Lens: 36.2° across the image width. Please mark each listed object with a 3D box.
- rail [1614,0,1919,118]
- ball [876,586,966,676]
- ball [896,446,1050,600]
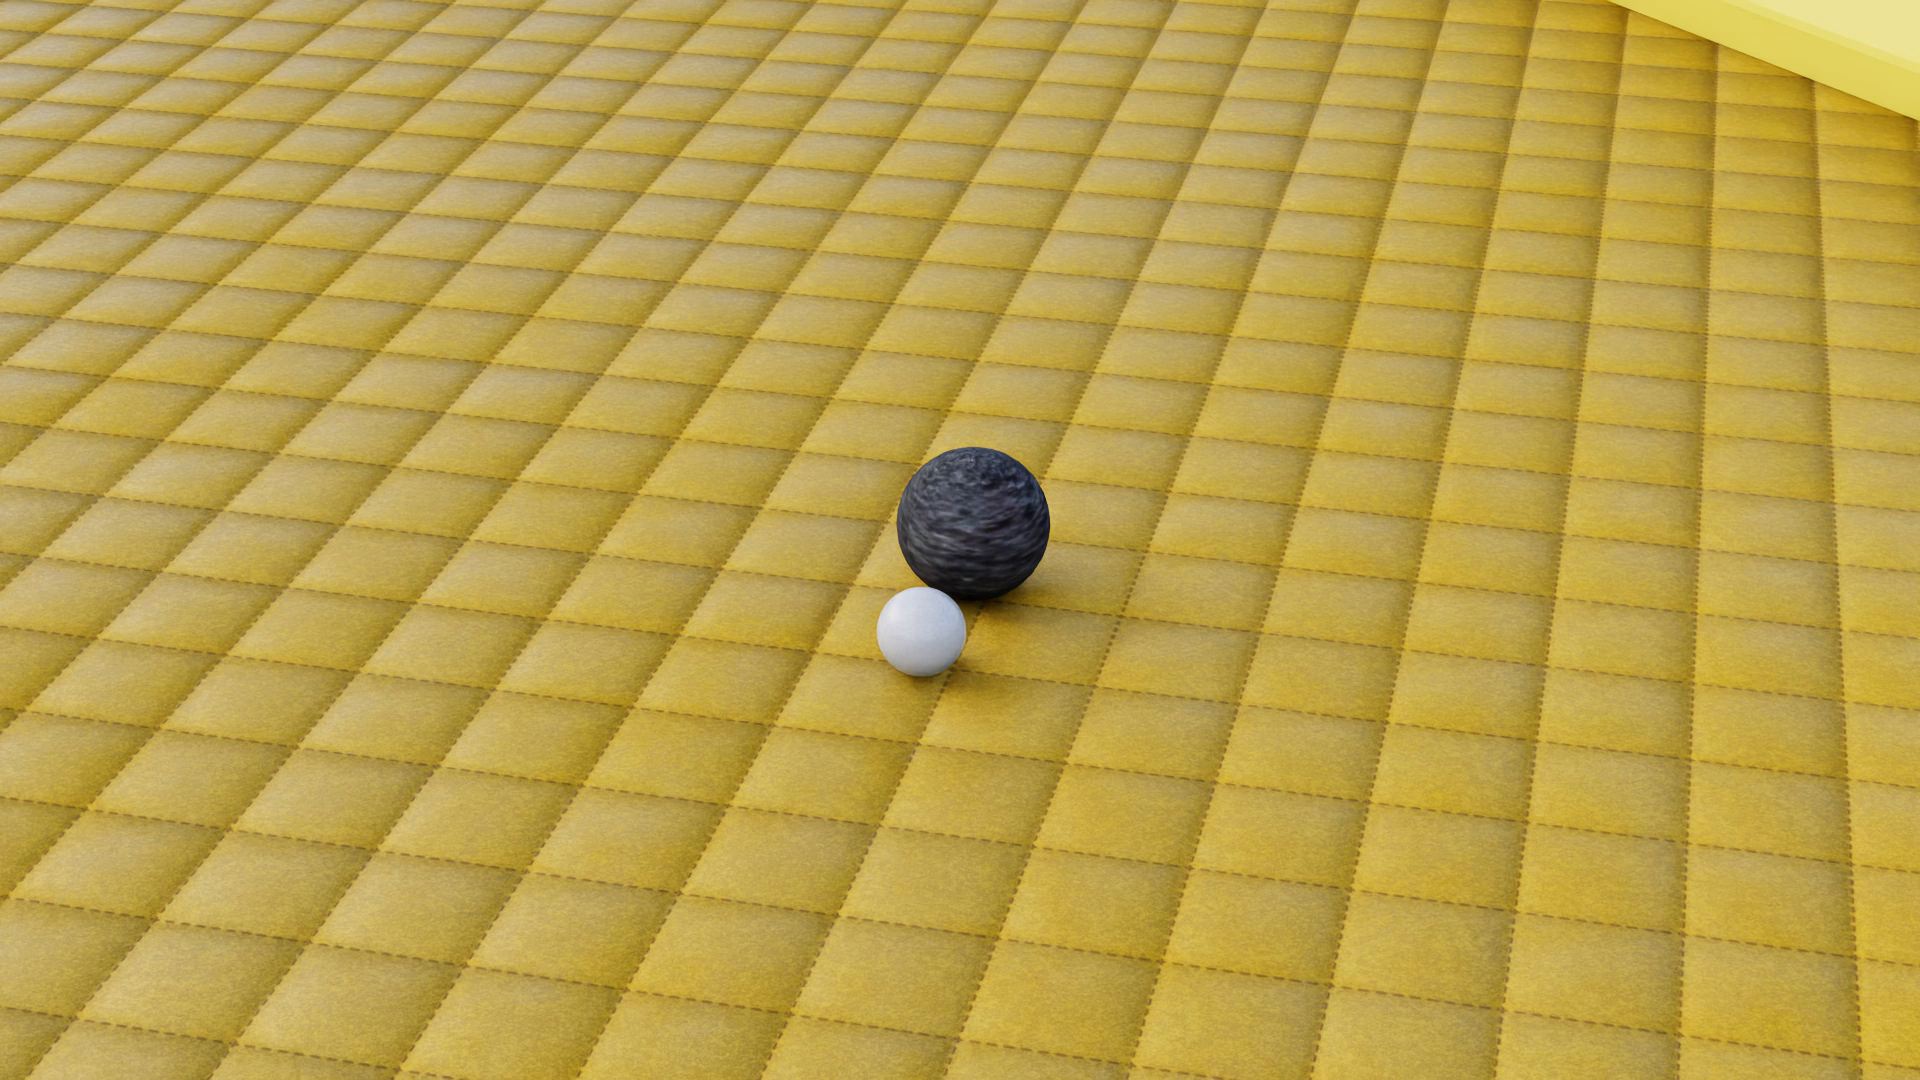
[{"bbox_3d":[0.425,-0.757,3.223,0.045,0.127,4.394,-16,32,-27],"label":"rail"},{"bbox_3d":[-0.023,0.056,1.790,0.055,0.055,0.055,0,28,0],"label":"ball"},{"bbox_3d":[0.008,-0.010,1.868,0.098,0.098,0.098,0,28,0],"label":"ball"}]
